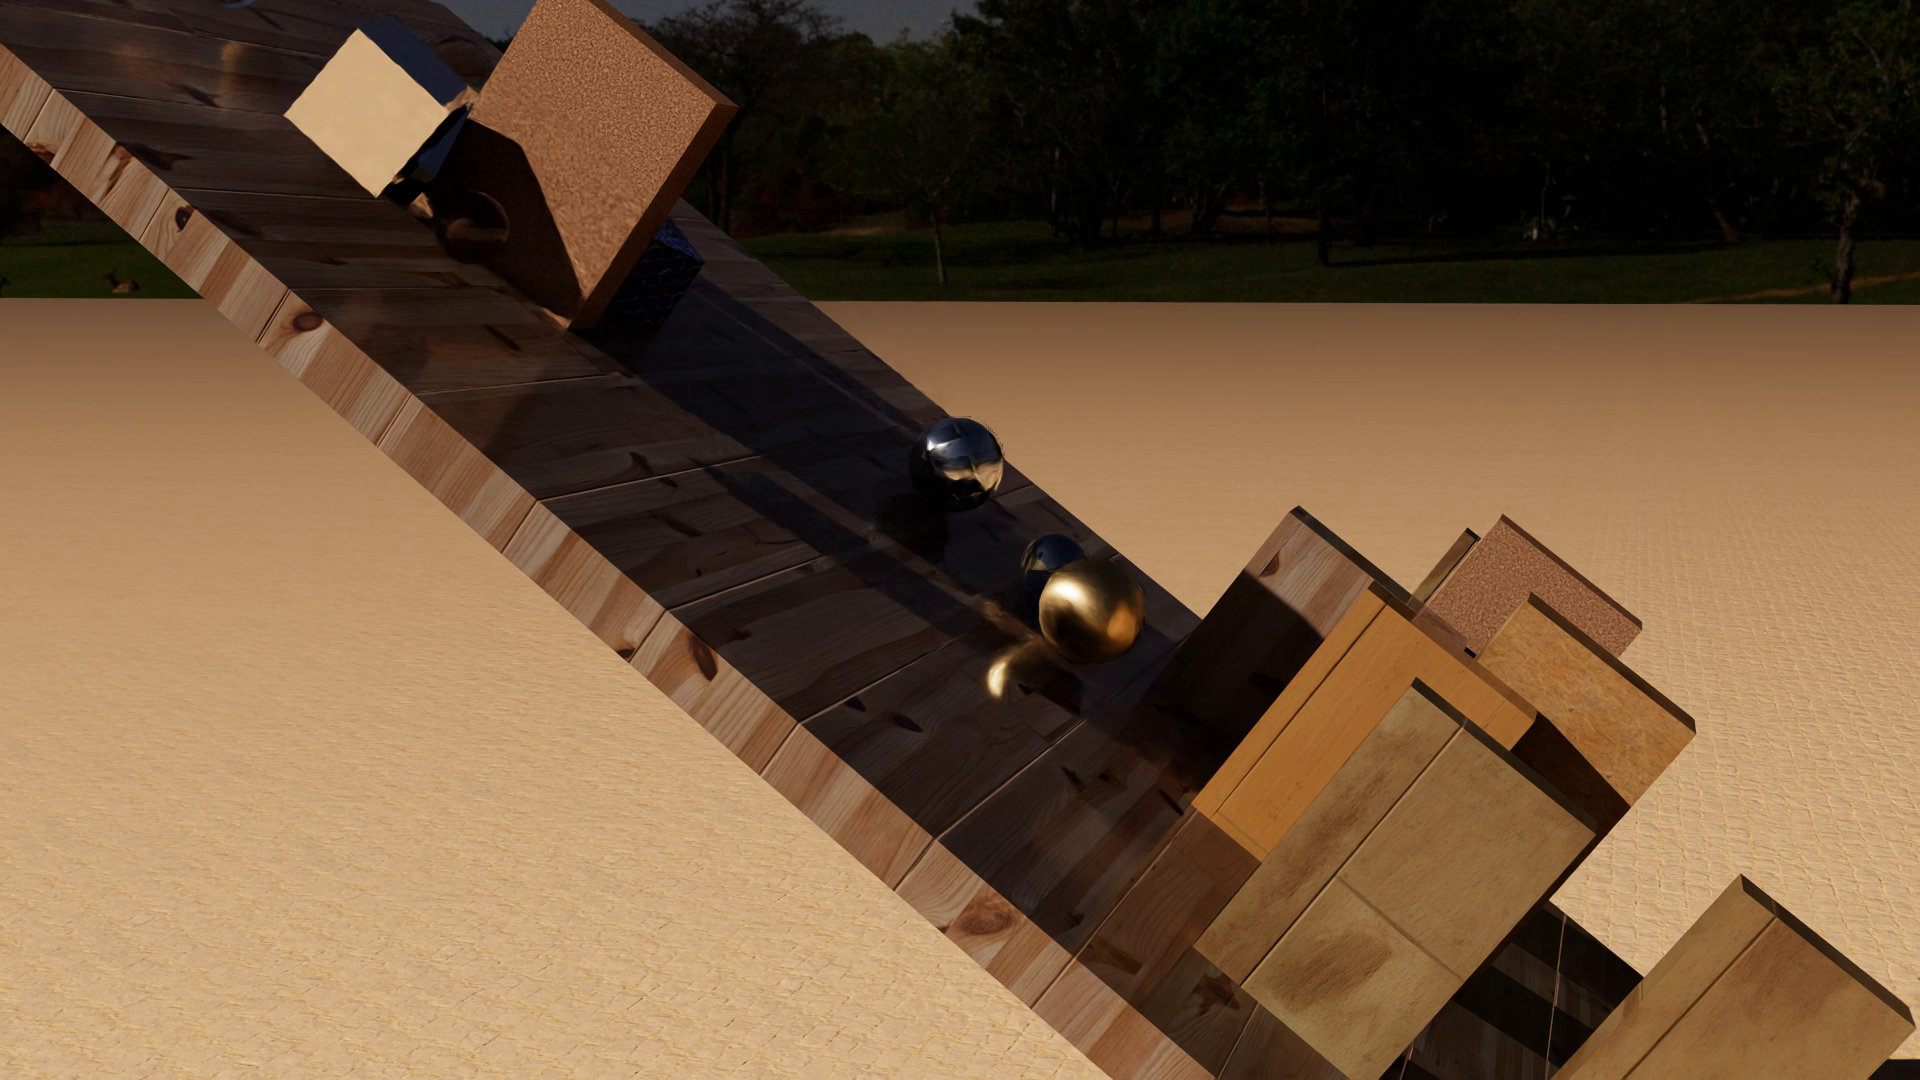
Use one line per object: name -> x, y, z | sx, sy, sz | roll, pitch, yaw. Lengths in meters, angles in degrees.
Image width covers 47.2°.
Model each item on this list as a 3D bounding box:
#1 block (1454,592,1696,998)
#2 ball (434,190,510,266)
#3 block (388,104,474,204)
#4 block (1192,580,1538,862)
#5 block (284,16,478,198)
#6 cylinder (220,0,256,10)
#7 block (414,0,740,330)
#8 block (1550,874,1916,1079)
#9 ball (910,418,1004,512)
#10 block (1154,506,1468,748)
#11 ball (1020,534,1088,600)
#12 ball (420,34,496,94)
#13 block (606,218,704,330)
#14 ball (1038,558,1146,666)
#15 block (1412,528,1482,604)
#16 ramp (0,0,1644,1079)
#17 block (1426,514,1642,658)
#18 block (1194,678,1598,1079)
block -> 0.942, 0.448, 3.868 | 0.353, 0.623, 0.134 | 39, 16, 9
ball -> -0.793, -0.507, 3.571 | 0.120, 0.120, 0.120 | 0, 7, 0
block -> -0.976, -0.716, 3.844 | 0.158, 0.158, 0.158 | 30, -23, -22
block -> 0.694, 0.375, 3.795 | 0.351, 0.491, 0.110 | 39, 16, 9
block -> -0.927, -0.700, 3.541 | 0.187, 0.187, 0.187 | 43, 16, -12
cylinder -> -1.346, -1.084, 4.052 | 0.146, 0.146, 0.146 | -40, -1, -1
block -> -0.683, -0.682, 3.888 | 0.377, 0.483, 0.100 | 39, 16, 9
block -> 0.936, 0.771, 2.921 | 0.266, 0.631, 0.089 | 39, 16, 9
ball -> -0.007, -0.149, 4.355 | 0.187, 0.187, 0.187 | 0, 7, 0
block -> 0.681, 0.235, 4.277 | 0.417, 0.430, 0.128 | 39, 16, 9
ball -> 0.184, 0.055, 4.278 | 0.135, 0.135, 0.135 | 0, 7, 0
ball -> -1.003, -0.888, 4.312 | 0.205, 0.205, 0.205 | 0, 7, 0
block -> -0.622, -0.531, 4.184 | 0.162, 0.162, 0.162 | 21, 22, -44
ball -> 0.244, 0.132, 4.067 | 0.200, 0.200, 0.200 | 0, 7, 0
block -> 1.045, 0.289, 4.704 | 0.335, 0.536, 0.080 | 39, 16, 9
ramp -> -0.050, 0.108, 4.063 | 4.000, 0.100, 2.000 | 39, 16, 9
block -> 1.012, 0.307, 4.390 | 0.342, 0.639, 0.107 | 39, 16, 9
block -> 0.635, 0.508, 3.239 | 0.329, 0.518, 0.080 | 39, 16, 9
